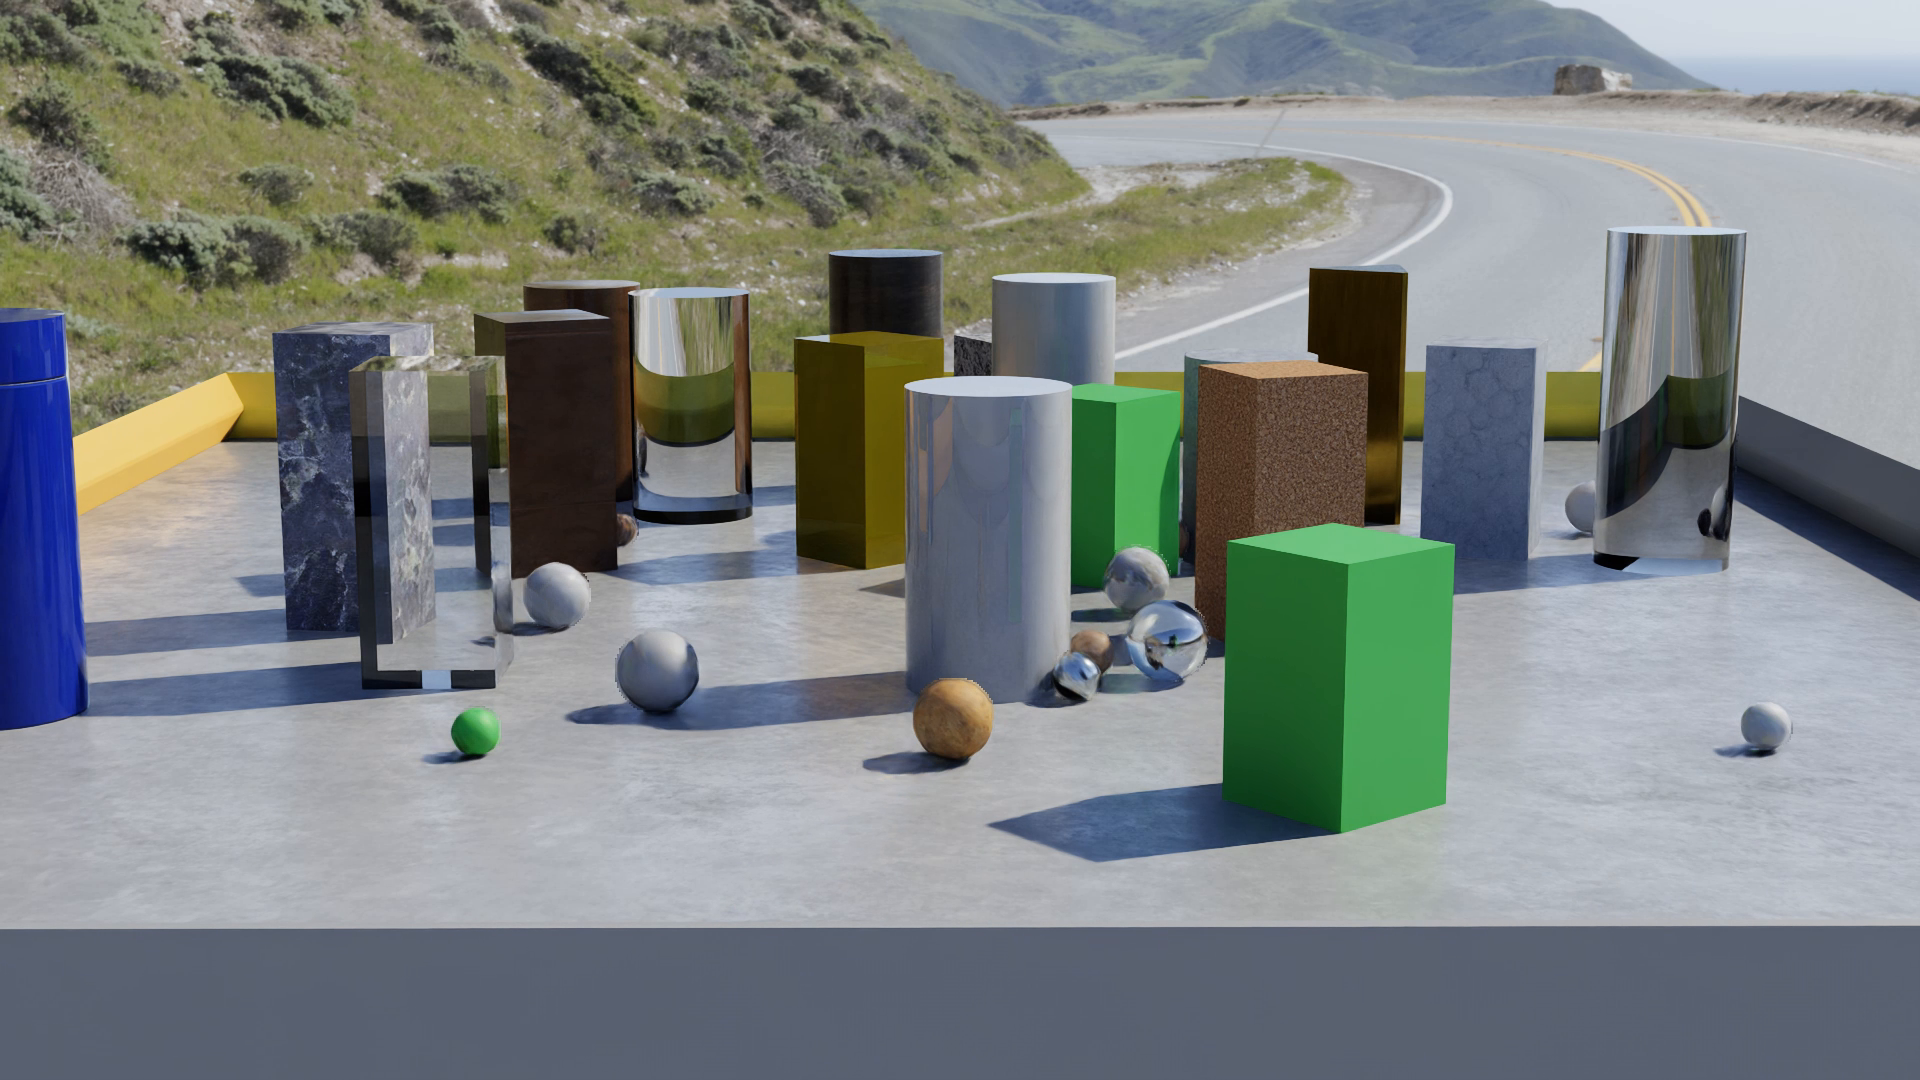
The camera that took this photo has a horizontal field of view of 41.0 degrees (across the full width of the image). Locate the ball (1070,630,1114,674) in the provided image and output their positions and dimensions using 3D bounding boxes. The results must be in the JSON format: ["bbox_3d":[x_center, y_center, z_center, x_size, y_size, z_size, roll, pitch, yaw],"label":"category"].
[{"bbox_3d":[0.156,0.137,3.086,0.058,0.058,0.058,0,11,0],"label":"ball"}]

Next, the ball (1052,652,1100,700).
[{"bbox_3d":[0.135,0.158,2.976,0.056,0.056,0.056,0,11,0],"label":"ball"}]

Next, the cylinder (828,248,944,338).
[{"bbox_3d":[-0.127,-0.290,4.422,0.196,0.409,0.196,0,11,0],"label":"cylinder"}]

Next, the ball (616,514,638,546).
[{"bbox_3d":[-0.520,-0.016,3.933,0.049,0.049,0.049,0,11,0],"label":"ball"}]

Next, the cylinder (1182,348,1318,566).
[{"bbox_3d":[0.429,-0.122,3.805,0.196,0.305,0.196,0,11,0],"label":"cylinder"}]

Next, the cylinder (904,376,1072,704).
[{"bbox_3d":[0.033,-0.004,3.026,0.196,0.357,0.196,0,11,0],"label":"cylinder"}]

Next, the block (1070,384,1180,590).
[{"bbox_3d":[0.205,-0.079,3.680,0.157,0.266,0.157,8,13,38],"label":"block"}]

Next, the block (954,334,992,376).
[{"bbox_3d":[0.095,-0.242,4.610,0.157,0.246,0.157,-5,12,-27],"label":"block"}]

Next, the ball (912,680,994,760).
[{"bbox_3d":[-0.007,0.190,2.719,0.086,0.086,0.086,0,11,0],"label":"ball"}]

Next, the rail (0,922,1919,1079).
[{"bbox_3d":[0.009,0.330,1.848,2.877,0.127,0.045,0,11,0],"label":"rail"}]

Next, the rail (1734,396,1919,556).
[{"bbox_3d":[1.415,0.031,3.457,0.045,0.127,3.303,0,11,0],"label":"rail"}]

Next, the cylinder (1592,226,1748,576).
[{"bbox_3d":[1.038,-0.208,3.758,0.196,0.490,0.196,0,11,0],"label":"cylinder"}]

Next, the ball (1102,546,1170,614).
[{"bbox_3d":[0.237,0.054,3.446,0.089,0.089,0.089,0,11,0],"label":"ball"}]

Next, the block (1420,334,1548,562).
[{"bbox_3d":[0.792,-0.142,3.880,0.157,0.316,0.157,4,11,20],"label":"block"}]

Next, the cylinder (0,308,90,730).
[{"bbox_3d":[-1.097,-0.027,2.889,0.196,0.451,0.196,0,11,0],"label":"cylinder"}]

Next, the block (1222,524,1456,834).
[{"bbox_3d":[0.374,0.132,2.545,0.157,0.263,0.157,-9,14,-40],"label":"block"}]

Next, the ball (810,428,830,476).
[{"bbox_3d":[-0.226,-0.159,4.599,0.088,0.088,0.088,0,11,0],"label":"ball"}]

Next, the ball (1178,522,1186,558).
[{"bbox_3d":[0.295,0.000,3.773,0.077,0.077,0.077,0,11,0],"label":"ball"}]

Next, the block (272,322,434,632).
[{"bbox_3d":[-0.790,-0.086,3.380,0.157,0.388,0.157,2,11,8],"label":"block"}]

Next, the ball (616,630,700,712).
[{"bbox_3d":[-0.344,0.149,2.921,0.094,0.094,0.094,0,11,0],"label":"ball"}]

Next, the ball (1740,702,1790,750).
[{"bbox_3d":[0.866,0.200,2.759,0.052,0.052,0.052,0,11,0],"label":"ball"}]

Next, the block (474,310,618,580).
[{"bbox_3d":[-0.605,-0.144,3.747,0.157,0.368,0.157,-5,12,-26],"label":"block"}]

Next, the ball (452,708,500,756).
[{"bbox_3d":[-0.517,0.205,2.737,0.051,0.051,0.051,0,11,0],"label":"ball"}]

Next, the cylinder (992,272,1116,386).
[{"bbox_3d":[0.148,-0.220,4.084,0.196,0.395,0.196,0,11,0],"label":"cylinder"}]

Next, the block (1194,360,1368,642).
[{"bbox_3d":[0.408,-0.046,3.278,0.157,0.347,0.157,-4,11,-22],"label":"block"}]

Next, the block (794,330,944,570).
[{"bbox_3d":[-0.135,-0.137,3.822,0.157,0.328,0.157,-10,14,-43],"label":"block"}]

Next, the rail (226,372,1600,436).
[{"bbox_3d":[-0.009,-0.264,5.050,2.877,0.127,0.045,0,11,0],"label":"rail"}]

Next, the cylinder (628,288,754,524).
[{"bbox_3d":[-0.437,-0.221,4.176,0.196,0.364,0.196,0,11,0],"label":"cylinder"}]

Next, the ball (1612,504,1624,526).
[{"bbox_3d":[1.038,-0.042,4.095,0.041,0.041,0.041,0,11,0],"label":"ball"}]

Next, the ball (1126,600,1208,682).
[{"bbox_3d":[0.247,0.120,3.066,0.098,0.098,0.098,0,11,0],"label":"ball"}]

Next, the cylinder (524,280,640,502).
[{"bbox_3d":[-0.639,-0.255,4.367,0.196,0.361,0.196,0,11,0],"label":"cylinder"}]

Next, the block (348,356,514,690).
[{"bbox_3d":[-0.630,-0.024,3.074,0.157,0.377,0.157,0,11,-2],"label":"block"}]

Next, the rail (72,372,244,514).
[{"bbox_3d":[-1.415,0.034,3.441,0.045,0.127,3.303,0,11,0],"label":"rail"}]

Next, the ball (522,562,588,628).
[{"bbox_3d":[-0.529,0.072,3.357,0.086,0.086,0.086,0,11,0],"label":"ball"}]

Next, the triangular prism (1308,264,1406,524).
[{"bbox_3d":[0.674,-0.243,4.184,0.170,0.403,0.147,7,13,34],"label":"triangular prism"}]

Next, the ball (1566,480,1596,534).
[{"bbox_3d":[0.994,-0.052,4.036,0.082,0.082,0.082,0,11,0],"label":"ball"}]
